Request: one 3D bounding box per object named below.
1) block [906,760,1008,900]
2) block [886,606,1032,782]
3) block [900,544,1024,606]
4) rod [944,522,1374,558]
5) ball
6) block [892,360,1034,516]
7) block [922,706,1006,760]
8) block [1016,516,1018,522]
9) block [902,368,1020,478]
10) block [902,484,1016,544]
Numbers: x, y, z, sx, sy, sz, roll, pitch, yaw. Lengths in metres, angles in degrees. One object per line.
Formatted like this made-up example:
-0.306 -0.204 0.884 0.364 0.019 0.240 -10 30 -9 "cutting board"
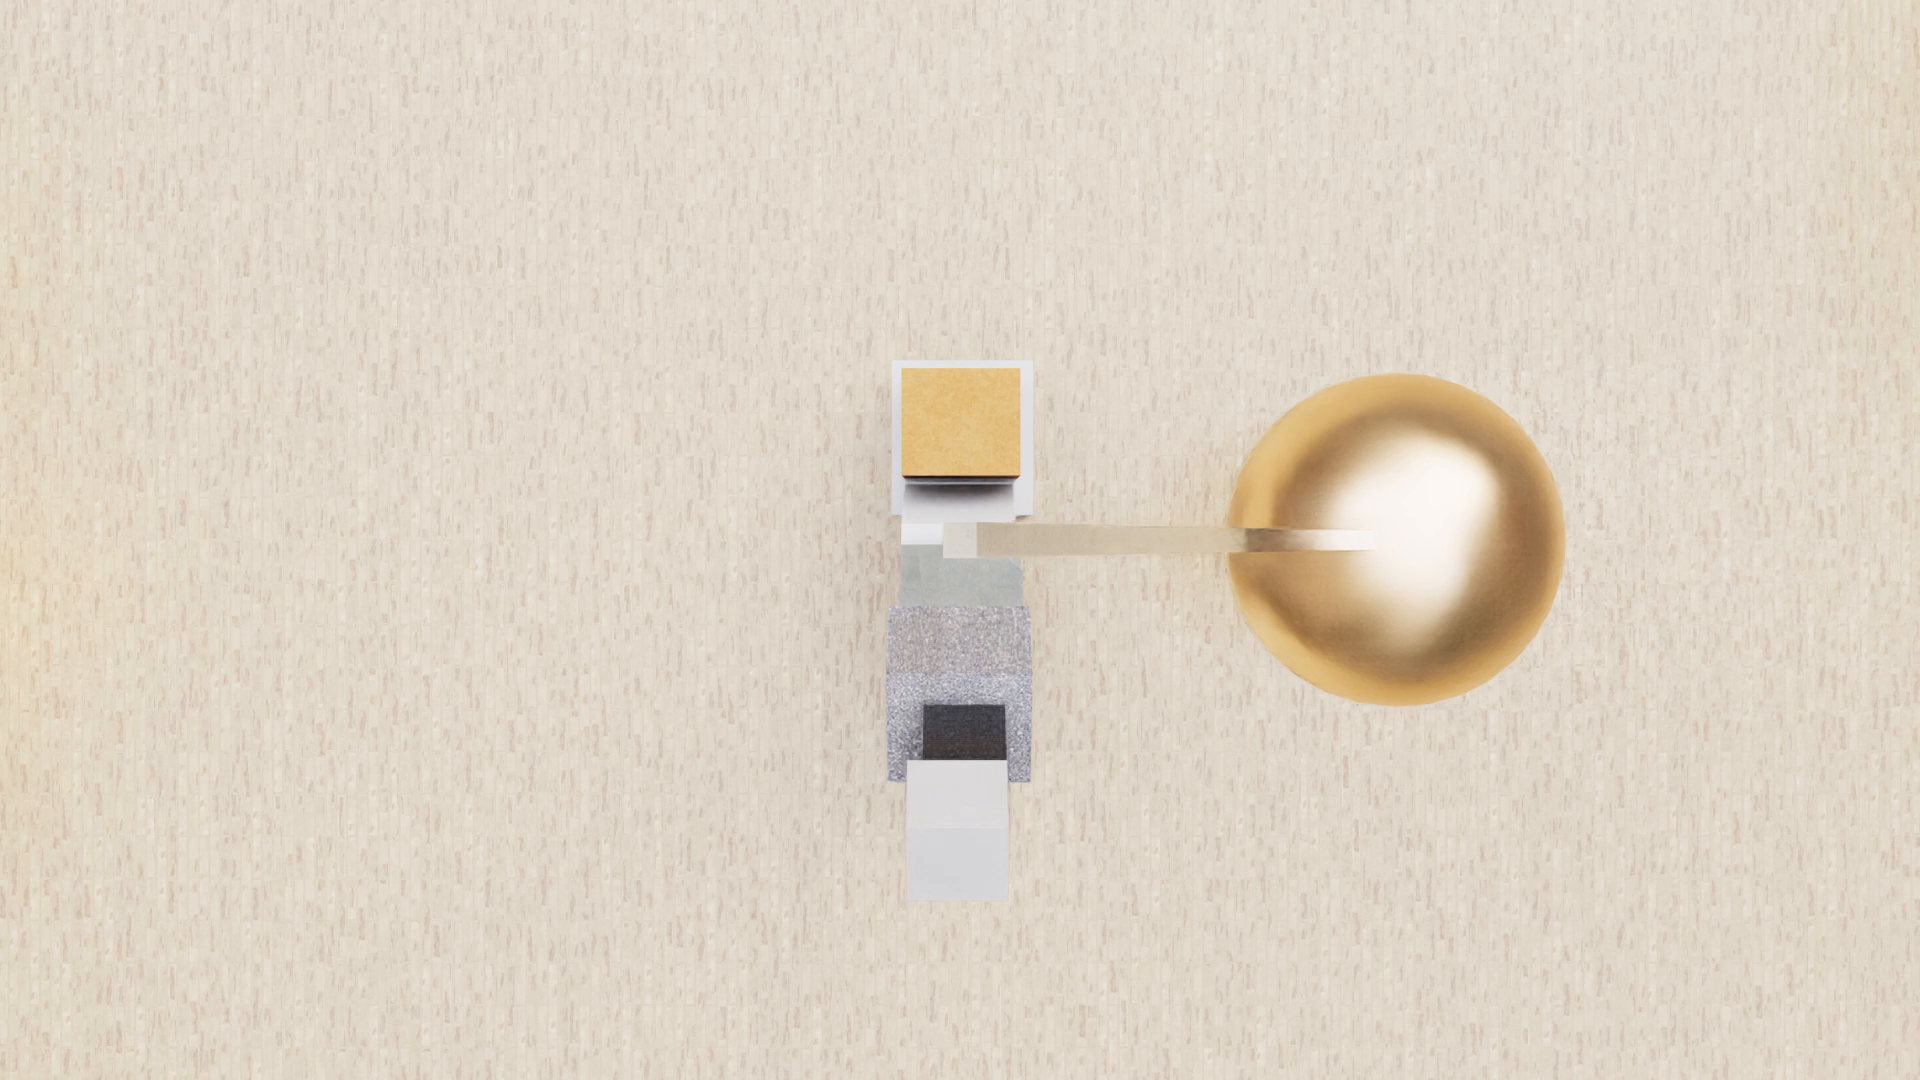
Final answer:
-0.012 1.319 10.010 0.453 0.432 0.465 0 128 0 "block"
-0.004 0.750 10.744 0.693 0.563 0.646 0 122 0 "block"
0.007 0.426 11.249 0.616 0.638 0.560 0 122 0 "block"
0.899 0.000 7.333 0.080 5.200 0.080 0 90 20 "rod"
2.074 0.000 10.523 1.600 1.600 1.600 0 90 0 "ball"
0.014 -0.568 12.605 0.784 0.789 0.857 0 90 0 "block"
0.021 1.048 10.334 0.384 0.413 0.356 0 128 0 "block"
0.013 0.173 12.667 0.620 0.666 0.605 0 90 0 "block"
0.006 -0.623 11.888 0.627 0.645 0.564 0 90 0 "block"
-0.005 0.130 11.900 0.597 0.677 0.691 0 109 0 "block"
